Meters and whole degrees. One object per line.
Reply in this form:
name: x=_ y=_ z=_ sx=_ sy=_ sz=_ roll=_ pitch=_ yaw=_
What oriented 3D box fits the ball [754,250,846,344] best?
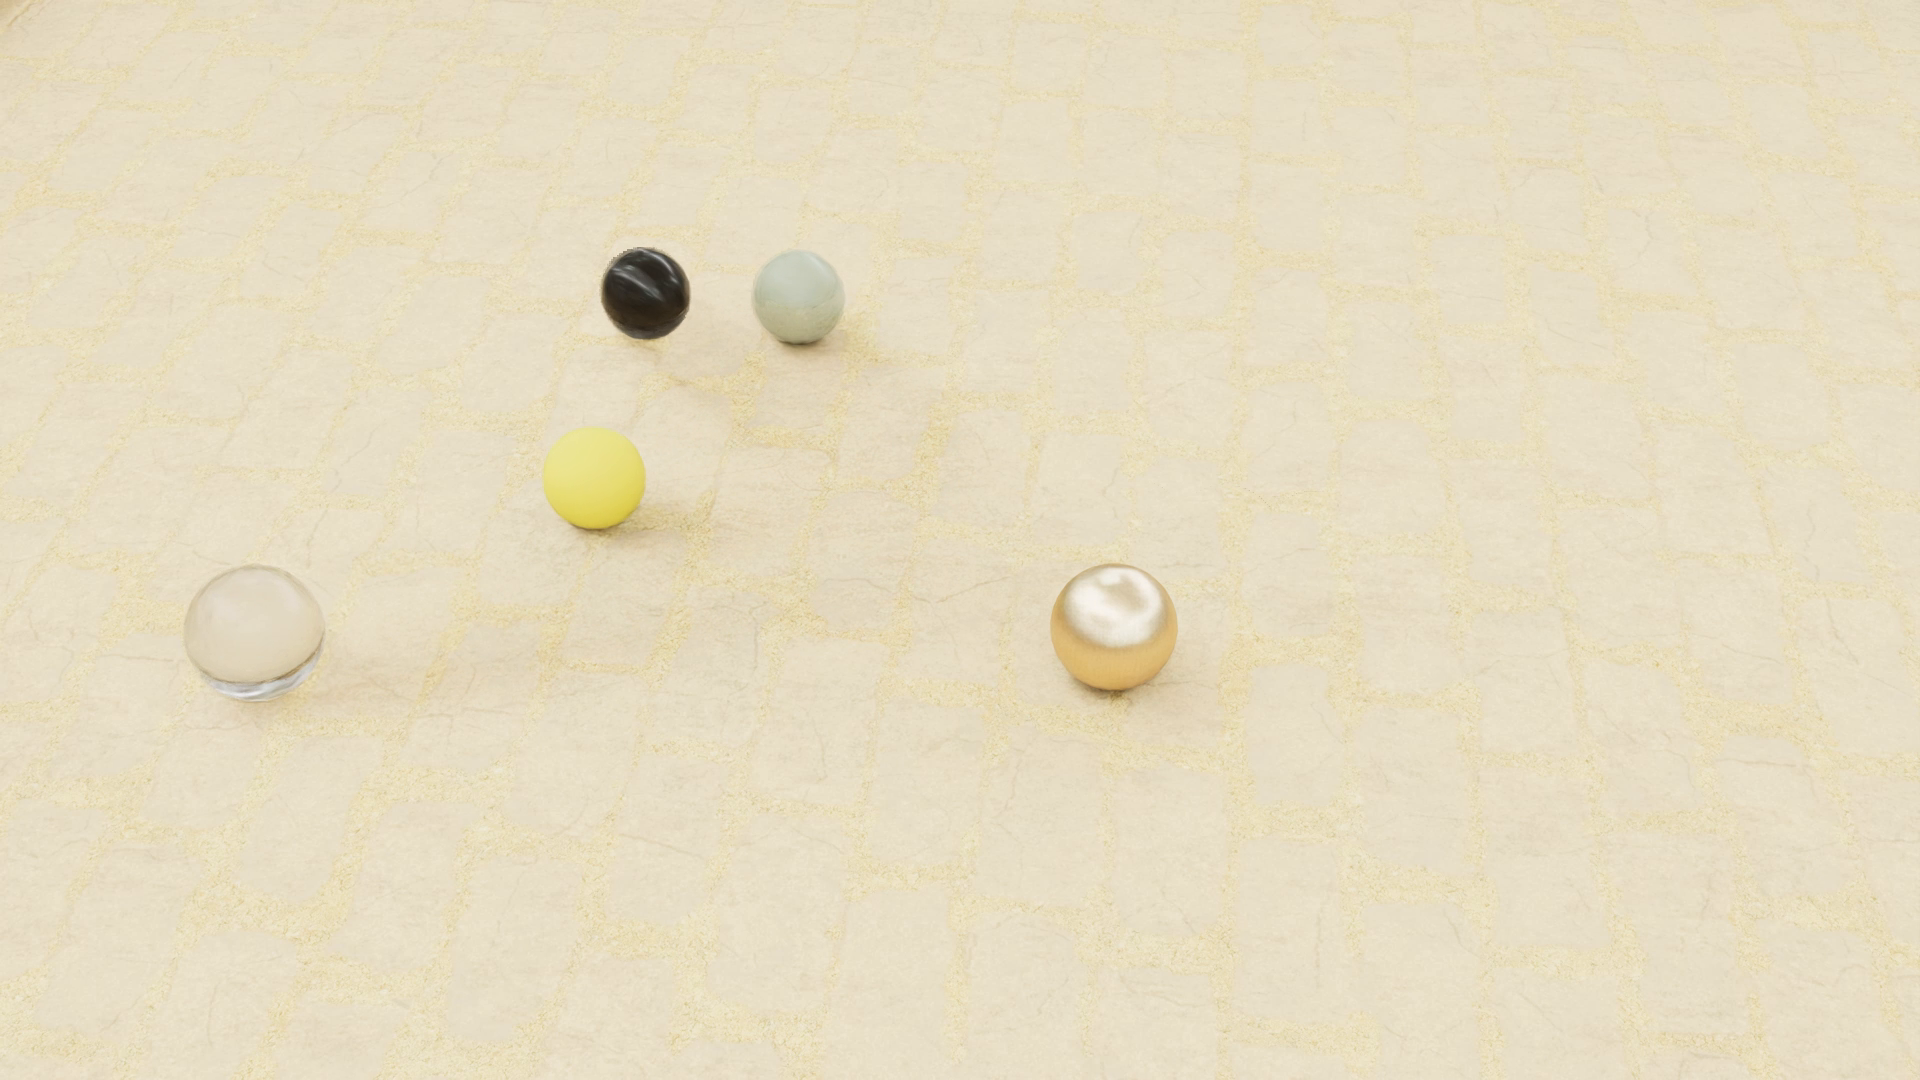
ball: x=-0.119 y=-0.181 z=1.911 sx=0.069 sy=0.069 sz=0.069 roll=0 pitch=36 yaw=0

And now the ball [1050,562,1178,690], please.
ball: x=0.095 y=0.053 z=1.579 sx=0.079 sy=0.079 sz=0.079 roll=0 pitch=36 yaw=0

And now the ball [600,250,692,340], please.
ball: x=-0.234 y=-0.183 z=1.916 sx=0.068 sy=0.068 sz=0.068 roll=0 pitch=36 yaw=0

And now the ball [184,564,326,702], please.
ball: x=-0.431 y=0.057 z=1.570 sx=0.084 sy=0.084 sz=0.084 roll=0 pitch=36 yaw=0

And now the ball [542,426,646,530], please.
ball: x=-0.245 y=-0.042 z=1.719 sx=0.069 sy=0.069 sz=0.069 roll=0 pitch=36 yaw=0
